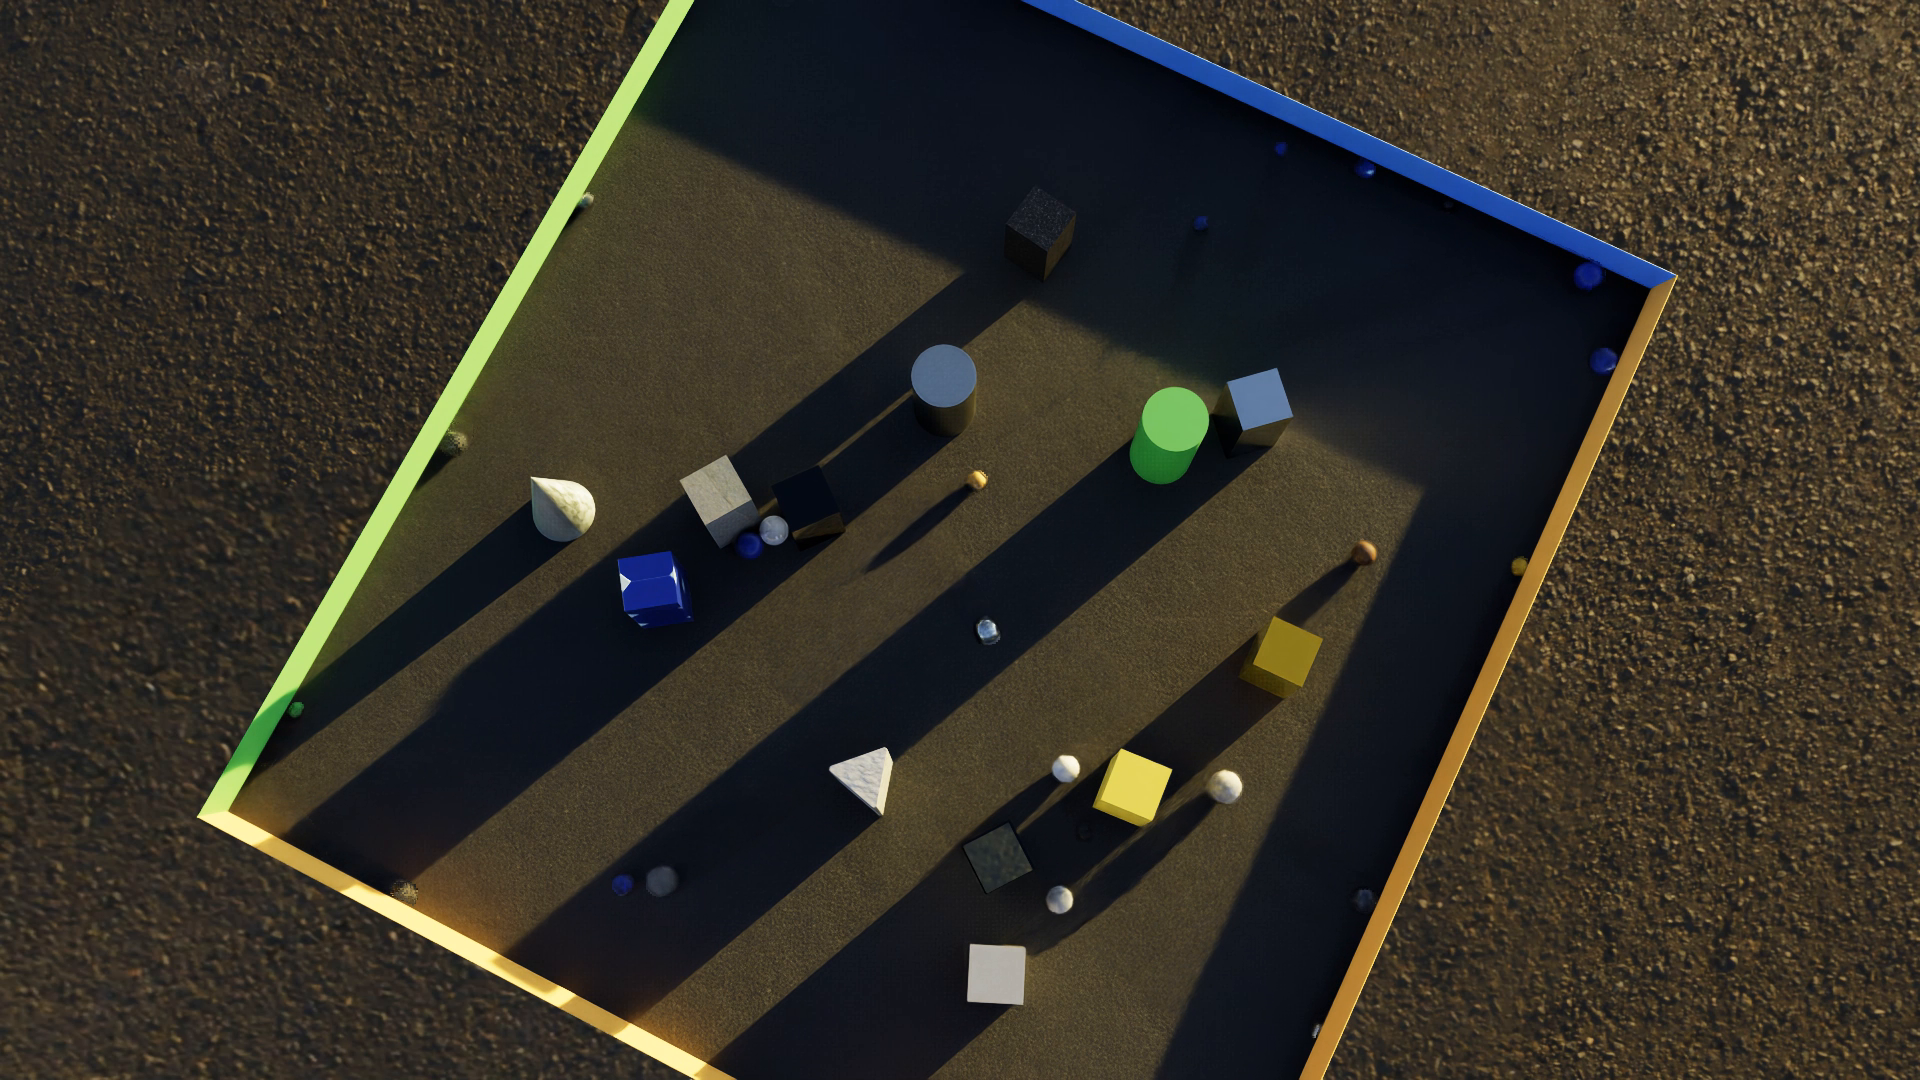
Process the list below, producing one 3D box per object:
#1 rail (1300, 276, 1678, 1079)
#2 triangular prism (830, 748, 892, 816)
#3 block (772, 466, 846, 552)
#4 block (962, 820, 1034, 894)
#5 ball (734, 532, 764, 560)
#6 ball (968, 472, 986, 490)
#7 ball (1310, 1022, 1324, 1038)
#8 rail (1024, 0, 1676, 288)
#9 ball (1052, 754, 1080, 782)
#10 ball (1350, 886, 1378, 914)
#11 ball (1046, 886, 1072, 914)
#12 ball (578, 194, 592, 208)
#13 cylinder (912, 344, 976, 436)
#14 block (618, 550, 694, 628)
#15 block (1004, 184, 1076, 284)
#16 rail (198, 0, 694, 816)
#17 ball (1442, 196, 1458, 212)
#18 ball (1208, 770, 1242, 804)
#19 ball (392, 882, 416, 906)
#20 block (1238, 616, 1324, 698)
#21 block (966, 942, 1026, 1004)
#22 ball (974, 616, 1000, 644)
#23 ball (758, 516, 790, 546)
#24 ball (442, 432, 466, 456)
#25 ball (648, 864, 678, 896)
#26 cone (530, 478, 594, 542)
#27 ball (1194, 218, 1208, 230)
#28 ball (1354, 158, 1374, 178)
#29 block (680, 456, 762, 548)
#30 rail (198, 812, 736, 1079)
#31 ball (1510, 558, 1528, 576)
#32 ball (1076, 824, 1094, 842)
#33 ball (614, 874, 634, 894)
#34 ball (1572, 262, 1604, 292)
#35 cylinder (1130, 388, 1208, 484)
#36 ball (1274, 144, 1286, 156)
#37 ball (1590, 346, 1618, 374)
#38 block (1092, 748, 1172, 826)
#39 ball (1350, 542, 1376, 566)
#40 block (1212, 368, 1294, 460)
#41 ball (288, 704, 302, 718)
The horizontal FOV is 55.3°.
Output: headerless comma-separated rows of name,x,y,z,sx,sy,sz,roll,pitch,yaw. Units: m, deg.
rail,1.421,0.702,5.406,0.045,0.125,3.464,26,80,5
triangular prism,-0.251,0.671,5.263,0.166,0.420,0.144,40,81,8
block,-0.452,-0.092,5.490,0.154,0.284,0.154,-24,79,-5
block,0.109,0.920,5.302,0.154,0.243,0.154,-27,80,-5
ball,-0.641,0.018,5.568,0.087,0.087,0.087,0,78,0
ball,0.050,-0.182,5.627,0.053,0.053,0.053,0,78,0
ball,1.035,1.418,5.301,0.044,0.044,0.044,0,78,0
rail,0.764,-1.490,5.860,3.225,0.125,0.045,26,80,5
ball,0.315,0.678,5.435,0.081,0.081,0.081,0,78,0
ball,1.182,1.051,5.359,0.079,0.079,0.079,0,78,0
ball,0.290,1.052,5.359,0.079,0.079,0.079,0,78,0
ball,-1.191,-1.075,5.814,0.048,0.048,0.048,0,78,0
cylinder,-0.047,-0.447,5.537,0.192,0.337,0.192,0,78,0
block,-0.896,0.151,5.419,0.154,0.326,0.154,-9,78,-2
block,0.245,-0.943,5.669,0.154,0.279,0.154,35,80,7
rail,-1.421,-0.689,5.694,0.045,0.125,3.464,26,80,5
ball,1.552,-1.064,5.811,0.050,0.050,0.050,0,78,0
ball,0.784,0.729,5.417,0.096,0.096,0.096,0,78,0
ball,-1.630,1.038,5.368,0.065,0.065,0.065,0,78,0
block,0.940,0.349,5.394,0.154,0.293,0.154,25,79,5
block,0.100,1.228,5.200,0.154,0.318,0.154,3,78,1
ball,0.080,0.271,5.520,0.080,0.080,0.080,0,78,0
ball,-0.566,-0.029,5.576,0.091,0.091,0.091,0,78,0
ball,-1.557,-0.298,5.641,0.073,0.073,0.073,0,78,0
ball,-0.870,0.996,5.365,0.089,0.089,0.089,0,78,0
cone,-1.218,-0.134,5.418,0.192,0.444,0.192,0,78,0
ball,0.762,-1.000,5.802,0.042,0.042,0.042,0,78,0
ball,1.285,-1.184,5.830,0.062,0.062,0.062,0,78,0
block,-0.706,-0.110,5.464,0.154,0.342,0.154,-30,80,-6
rail,-0.764,1.503,5.241,3.225,0.125,0.045,26,80,5
ball,1.704,0.084,5.571,0.055,0.055,0.055,0,78,0
ball,0.369,0.865,5.411,0.051,0.051,0.051,0,78,0
ball,-0.986,1.007,5.378,0.059,0.059,0.059,0,78,0
ball,1.967,-0.825,5.741,0.091,0.091,0.091,0,78,0
cylinder,0.621,-0.307,5.472,0.192,0.407,0.192,0,78,0
ball,1.024,-1.246,5.853,0.041,0.041,0.041,0,78,0
ball,1.999,-0.557,5.689,0.084,0.084,0.084,0,78,0
block,0.493,0.718,5.289,0.154,0.351,0.154,22,79,4
ball,1.226,0.044,5.569,0.076,0.076,0.076,0,78,0
block,0.876,-0.376,5.519,0.154,0.344,0.154,-16,79,-3
ball,-1.992,0.510,5.489,0.042,0.042,0.042,0,78,0
